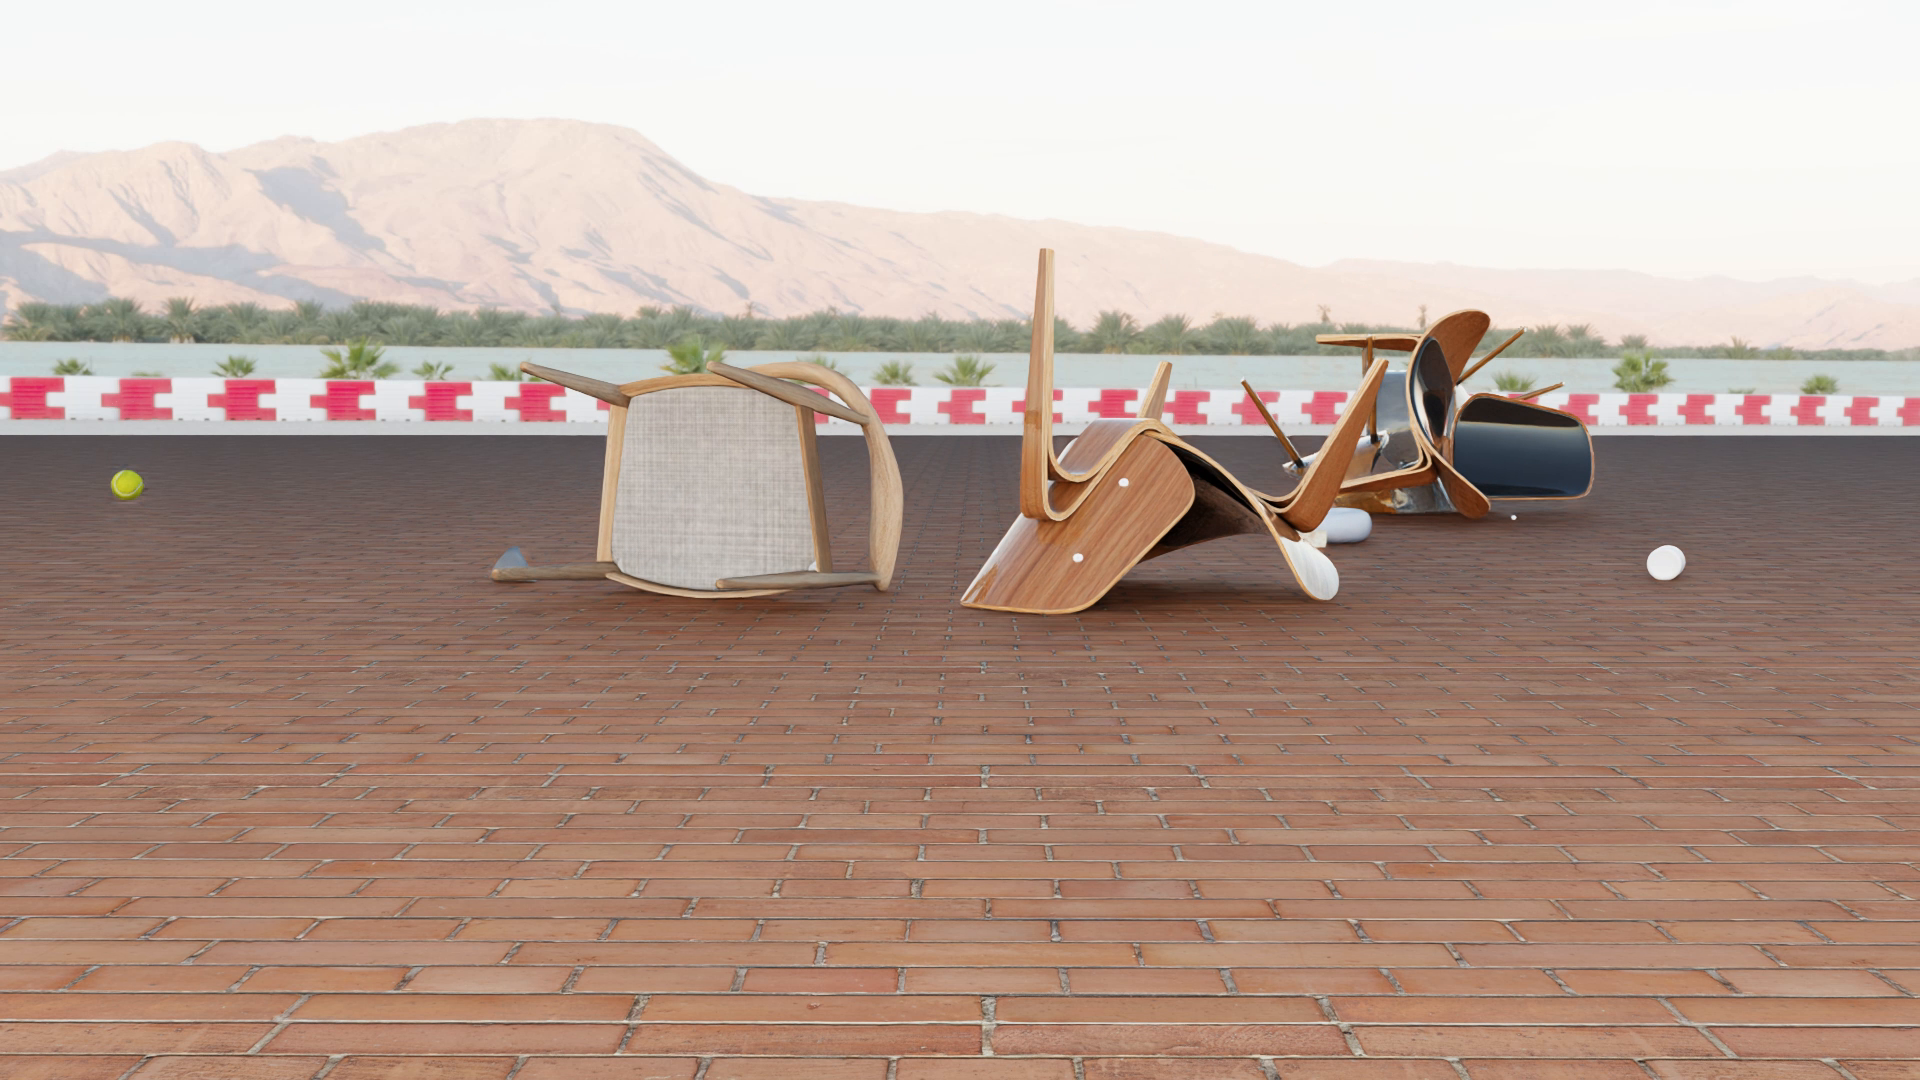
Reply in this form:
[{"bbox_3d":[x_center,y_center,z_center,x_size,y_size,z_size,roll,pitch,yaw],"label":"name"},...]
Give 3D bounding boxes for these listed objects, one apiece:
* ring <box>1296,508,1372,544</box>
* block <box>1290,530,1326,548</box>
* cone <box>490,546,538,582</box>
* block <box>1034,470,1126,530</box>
[{"bbox_3d":[1.107,-0.043,6.516,0.206,0.093,0.313,4,6,32],"label":"ring"},{"bbox_3d":[0.996,-0.005,6.286,0.083,0.046,0.063,-1,4,-13],"label":"block"},{"bbox_3d":[-1.023,0.077,5.127,0.095,0.079,0.107,27,49,14],"label":"cone"},{"bbox_3d":[0.388,-0.130,7.120,0.219,0.180,0.204,3,5,35],"label":"block"}]
